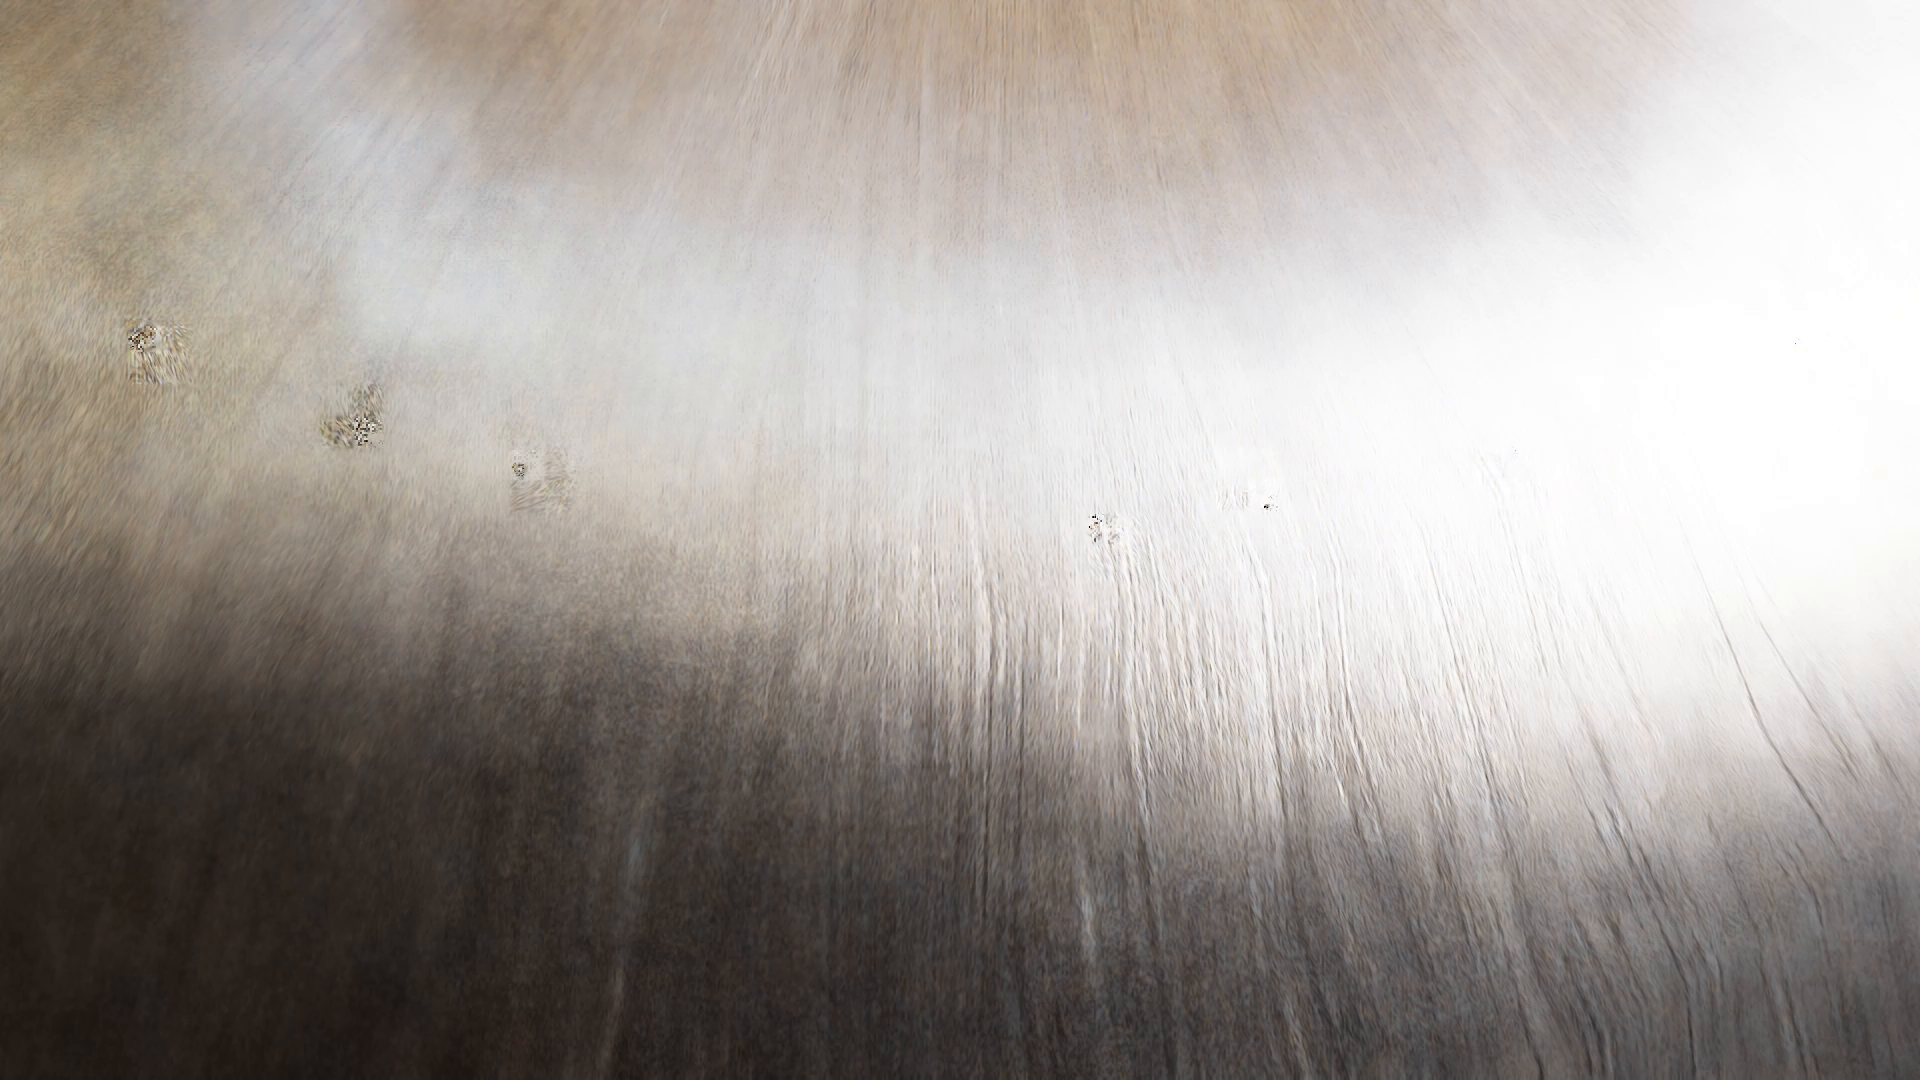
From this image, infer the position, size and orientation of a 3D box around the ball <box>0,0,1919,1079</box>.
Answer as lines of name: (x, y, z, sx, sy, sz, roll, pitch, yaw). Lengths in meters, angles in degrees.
ball: (0.000, -0.002, 0.056, 0.080, 0.080, 0.080, 0, 4, 0)
